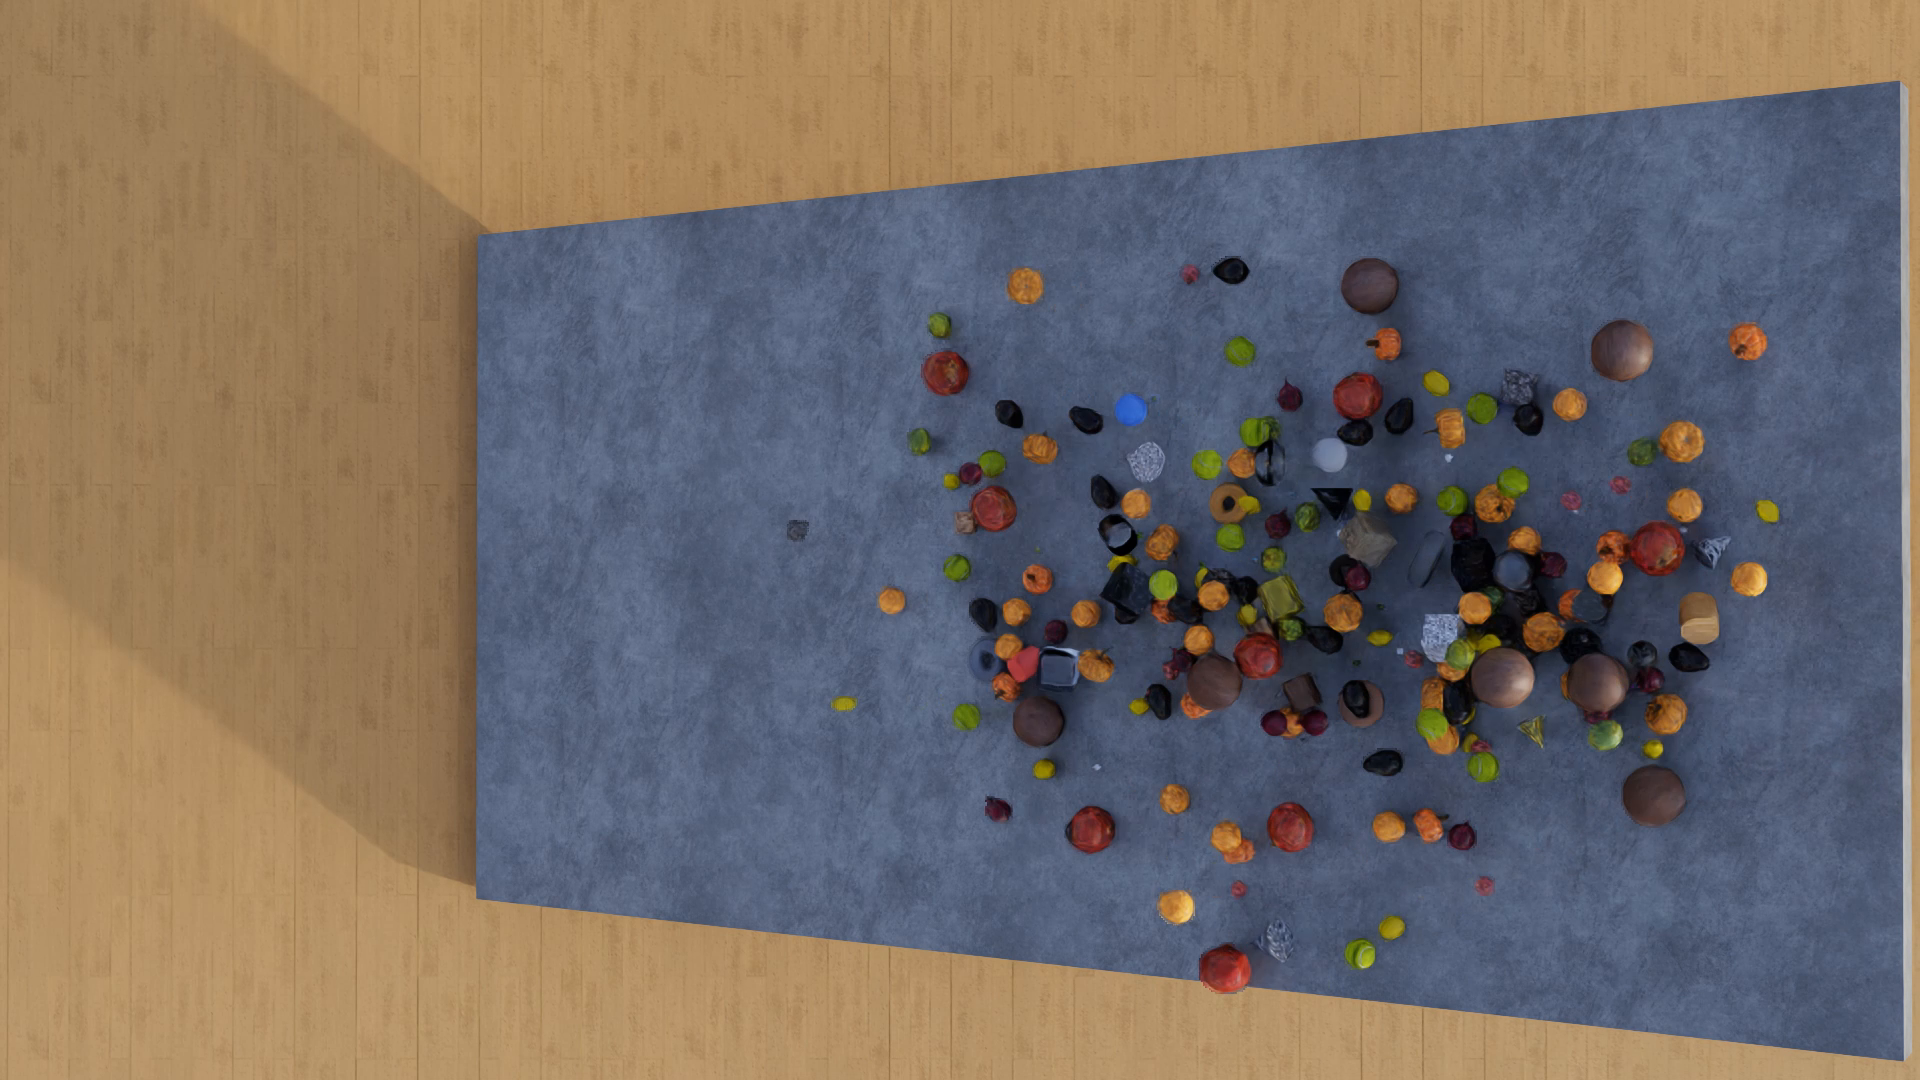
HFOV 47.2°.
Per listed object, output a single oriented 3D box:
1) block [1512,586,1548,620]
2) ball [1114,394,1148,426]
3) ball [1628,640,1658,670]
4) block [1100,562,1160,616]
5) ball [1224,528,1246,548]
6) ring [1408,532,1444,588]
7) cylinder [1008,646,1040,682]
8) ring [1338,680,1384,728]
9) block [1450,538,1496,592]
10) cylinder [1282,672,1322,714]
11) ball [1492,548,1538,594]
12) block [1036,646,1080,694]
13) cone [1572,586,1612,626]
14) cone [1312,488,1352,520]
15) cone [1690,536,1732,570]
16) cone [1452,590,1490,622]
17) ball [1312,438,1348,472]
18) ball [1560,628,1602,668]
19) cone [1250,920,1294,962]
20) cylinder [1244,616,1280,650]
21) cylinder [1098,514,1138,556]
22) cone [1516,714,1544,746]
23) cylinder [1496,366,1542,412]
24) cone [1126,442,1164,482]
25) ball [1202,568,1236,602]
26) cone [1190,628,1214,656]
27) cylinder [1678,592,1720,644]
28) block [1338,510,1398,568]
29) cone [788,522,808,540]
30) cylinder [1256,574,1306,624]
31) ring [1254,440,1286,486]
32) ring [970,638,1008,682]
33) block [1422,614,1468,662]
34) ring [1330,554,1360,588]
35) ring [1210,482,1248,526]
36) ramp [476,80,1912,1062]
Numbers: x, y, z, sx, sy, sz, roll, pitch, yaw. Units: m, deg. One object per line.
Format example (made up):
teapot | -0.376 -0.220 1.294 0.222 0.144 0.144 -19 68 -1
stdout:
block | 1.261 0.138 4.860 0.053 0.053 0.053 -29 62 20
ball | 0.415 -0.314 5.332 0.079 0.079 0.079 0 89 0
ball | 1.441 0.243 4.642 0.062 0.062 0.062 0 89 0
block | 0.410 0.120 5.319 0.093 0.093 0.093 32 83 -8
ball | 0.658 -0.005 5.257 0.050 0.050 0.050 0 89 0
ring | 1.039 0.043 4.898 0.046 0.137 0.137 25 90 15
cylinder | 0.168 0.312 5.535 0.069 0.069 0.069 -33 90 -27
ring | 0.928 0.378 5.090 0.111 0.037 0.111 -2 87 33
block | 1.148 0.056 4.904 0.077 0.077 0.077 -14 129 32
cylinder | 0.796 0.356 5.123 0.073 0.073 0.073 -23 85 0
ball | 1.216 0.068 4.817 0.098 0.098 0.098 0 89 0
block | 0.245 0.322 5.470 0.089 0.089 0.089 5 101 11
cone | 1.371 0.162 4.720 0.089 0.089 0.089 -41 131 0
cone | 0.842 -0.101 5.039 0.085 0.085 0.085 28 90 5
cone | 1.605 0.012 4.664 0.077 0.077 0.077 -32 90 0
cone | 1.160 0.163 4.946 0.076 0.076 0.076 33 90 0
ball | 0.841 -0.193 4.990 0.080 0.080 0.080 0 89 0
ball | 1.353 0.235 4.790 0.090 0.090 0.090 0 89 0
cone | 0.720 0.950 5.195 0.097 0.097 0.097 14 69 -41
cylinder | 0.714 0.219 5.204 0.063 0.063 0.063 -27 90 17
cylinder | 0.384 -0.013 5.348 0.076 0.076 0.076 -8 120 -14
cone | 1.271 0.428 4.851 0.068 0.068 0.068 -24 86 0
cylinder | 1.239 -0.336 4.876 0.074 0.074 0.074 22 113 0
cone | 0.434 -0.199 5.404 0.098 0.098 0.098 -7 104 -29
ball | 0.620 0.109 5.260 0.084 0.084 0.084 0 89 0
cone | 0.571 0.247 5.301 0.065 0.065 0.065 0 89 32
cylinder | 1.560 0.166 4.641 0.078 0.078 0.078 7 132 8
block | 0.929 -0.003 5.011 0.081 0.081 0.081 20 119 -27
cone | -0.450 -0.035 5.975 0.055 0.055 0.055 -12 119 -22
cylinder | 0.729 0.134 5.002 0.085 0.085 0.085 -22 77 0
ring | 0.730 -0.179 5.178 0.036 0.109 0.109 1 89 39
ring | 0.074 0.308 5.632 0.114 0.038 0.114 -1 89 32
block | 1.074 0.217 4.875 0.076 0.076 0.076 -3 57 27
ring | 0.897 0.072 5.119 0.076 0.025 0.076 0 91 33
ring | 0.646 -0.087 5.275 0.103 0.034 0.103 0 90 33
ramp | 0.259 0.071 5.598 4.000 0.100 2.000 0 89 32
